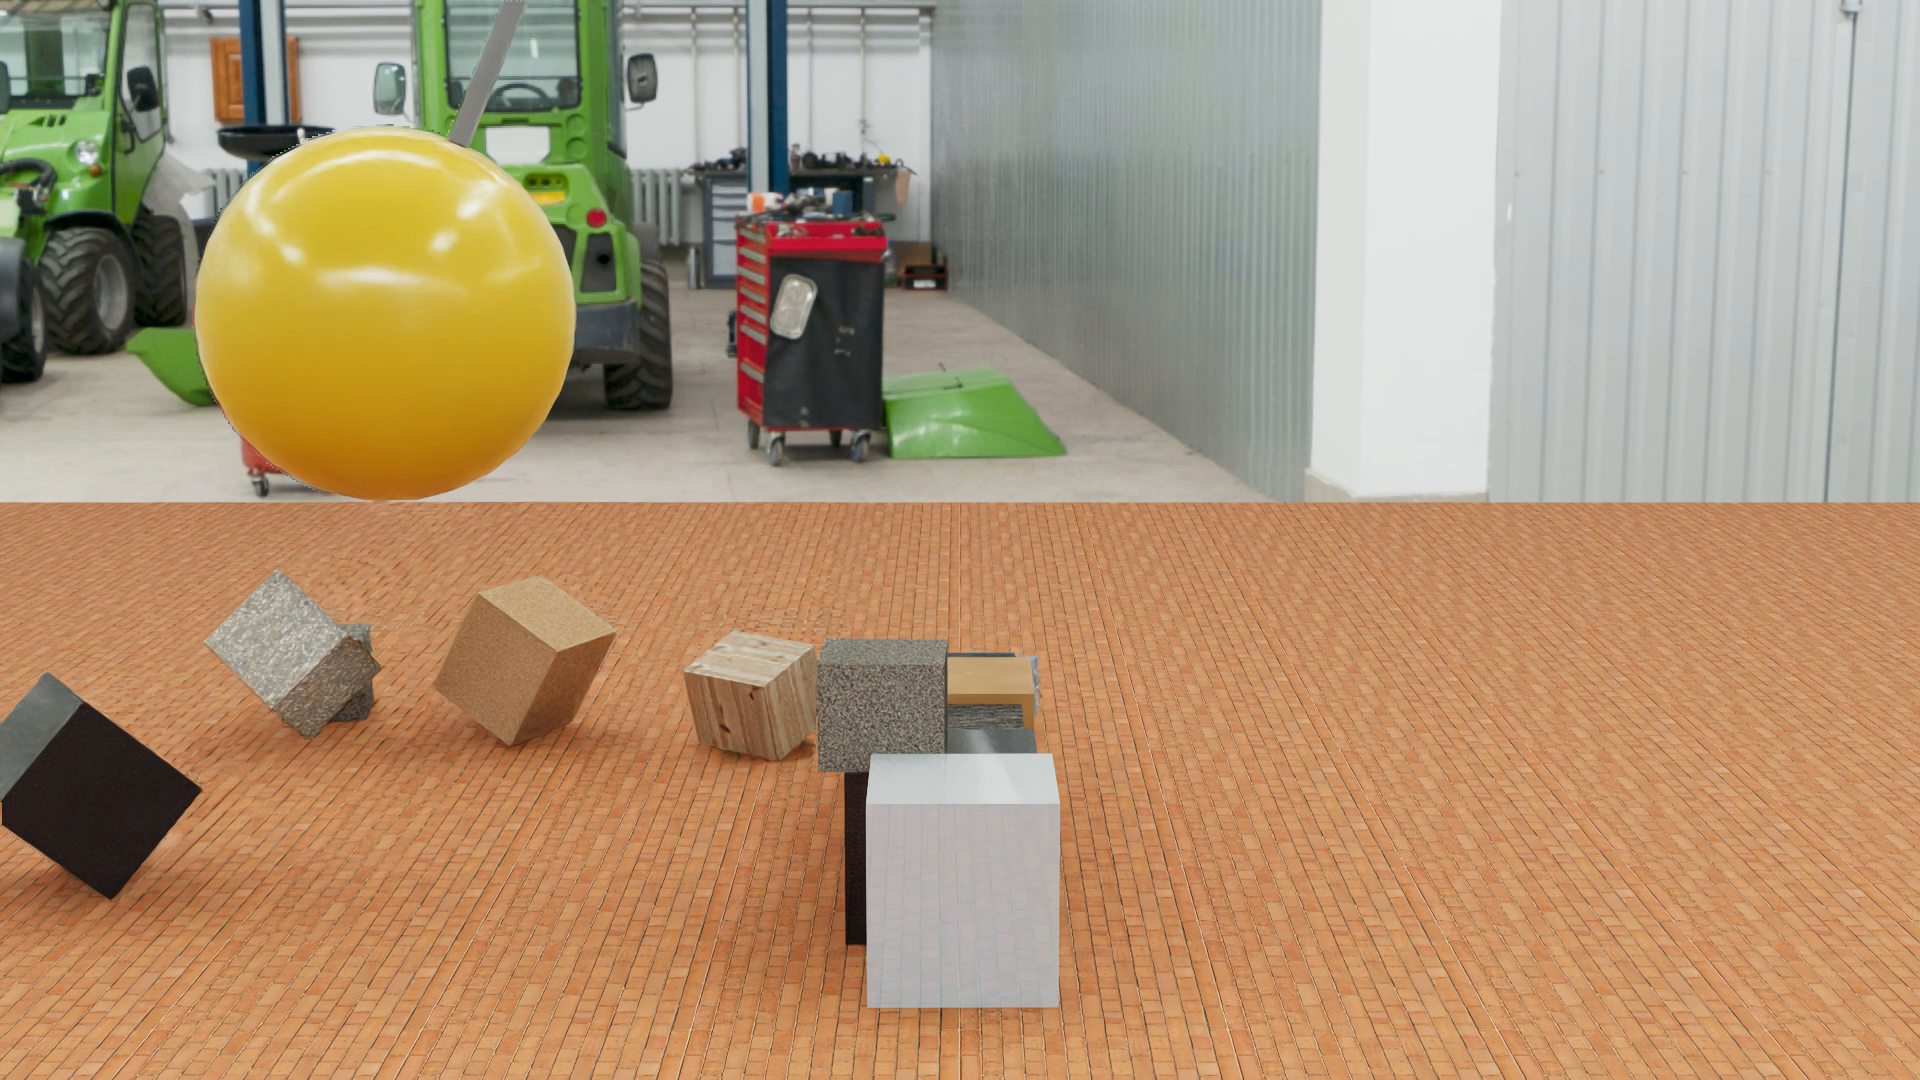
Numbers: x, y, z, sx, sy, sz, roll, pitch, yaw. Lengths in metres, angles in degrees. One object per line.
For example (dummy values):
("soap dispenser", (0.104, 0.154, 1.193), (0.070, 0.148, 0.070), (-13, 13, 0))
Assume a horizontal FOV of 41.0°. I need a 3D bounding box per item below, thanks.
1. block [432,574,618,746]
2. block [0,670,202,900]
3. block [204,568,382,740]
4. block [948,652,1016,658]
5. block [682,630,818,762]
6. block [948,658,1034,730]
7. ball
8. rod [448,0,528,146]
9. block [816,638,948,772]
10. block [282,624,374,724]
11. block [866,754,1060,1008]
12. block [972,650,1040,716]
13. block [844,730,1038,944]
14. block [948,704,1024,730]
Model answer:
("block", (-2.327, 0.637, 13.750), (0.555, 0.618, 0.604), (34, 21, 15))
("block", (-3.852, 1.066, 11.209), (0.662, 0.602, 0.667), (45, -16, -30))
("block", (-3.539, 0.605, 13.636), (0.590, 0.539, 0.493), (39, -12, 22))
("block", (0.015, 0.922, 12.787), (0.535, 0.610, 0.567), (0, 10, -1))
("block", (-1.069, 0.811, 13.449), (0.534, 0.444, 0.450), (9, 31, 32))
("block", (-0.036, 0.988, 12.123), (0.753, 0.719, 0.746), (0, 10, 0))
("ball", (-2.452, -0.964, 11.005), (1.600, 1.600, 1.600), (0, 10, 0))
("rod", (-1.063, -4.017, 10.450), (0.080, 5.200, 0.080), (24, 9, -4))
("block", (-0.314, 0.678, 10.567), (0.512, 0.446, 0.473), (0, 10, 1))
("block", (-3.515, 0.736, 14.253), (0.445, 0.453, 0.441), (-1, 10, -7))
("block", (0.009, 1.321, 10.052), (0.729, 0.804, 0.718), (0, 10, 0))
("block", (0.185, 0.818, 14.155), (0.397, 0.327, 0.348), (5, 11, 25))
("block", (-0.074, 1.234, 10.764), (0.793, 0.720, 0.713), (0, 10, -1))
("block", (-0.005, 1.135, 11.445), (0.573, 0.672, 0.623), (0, 10, 0))
